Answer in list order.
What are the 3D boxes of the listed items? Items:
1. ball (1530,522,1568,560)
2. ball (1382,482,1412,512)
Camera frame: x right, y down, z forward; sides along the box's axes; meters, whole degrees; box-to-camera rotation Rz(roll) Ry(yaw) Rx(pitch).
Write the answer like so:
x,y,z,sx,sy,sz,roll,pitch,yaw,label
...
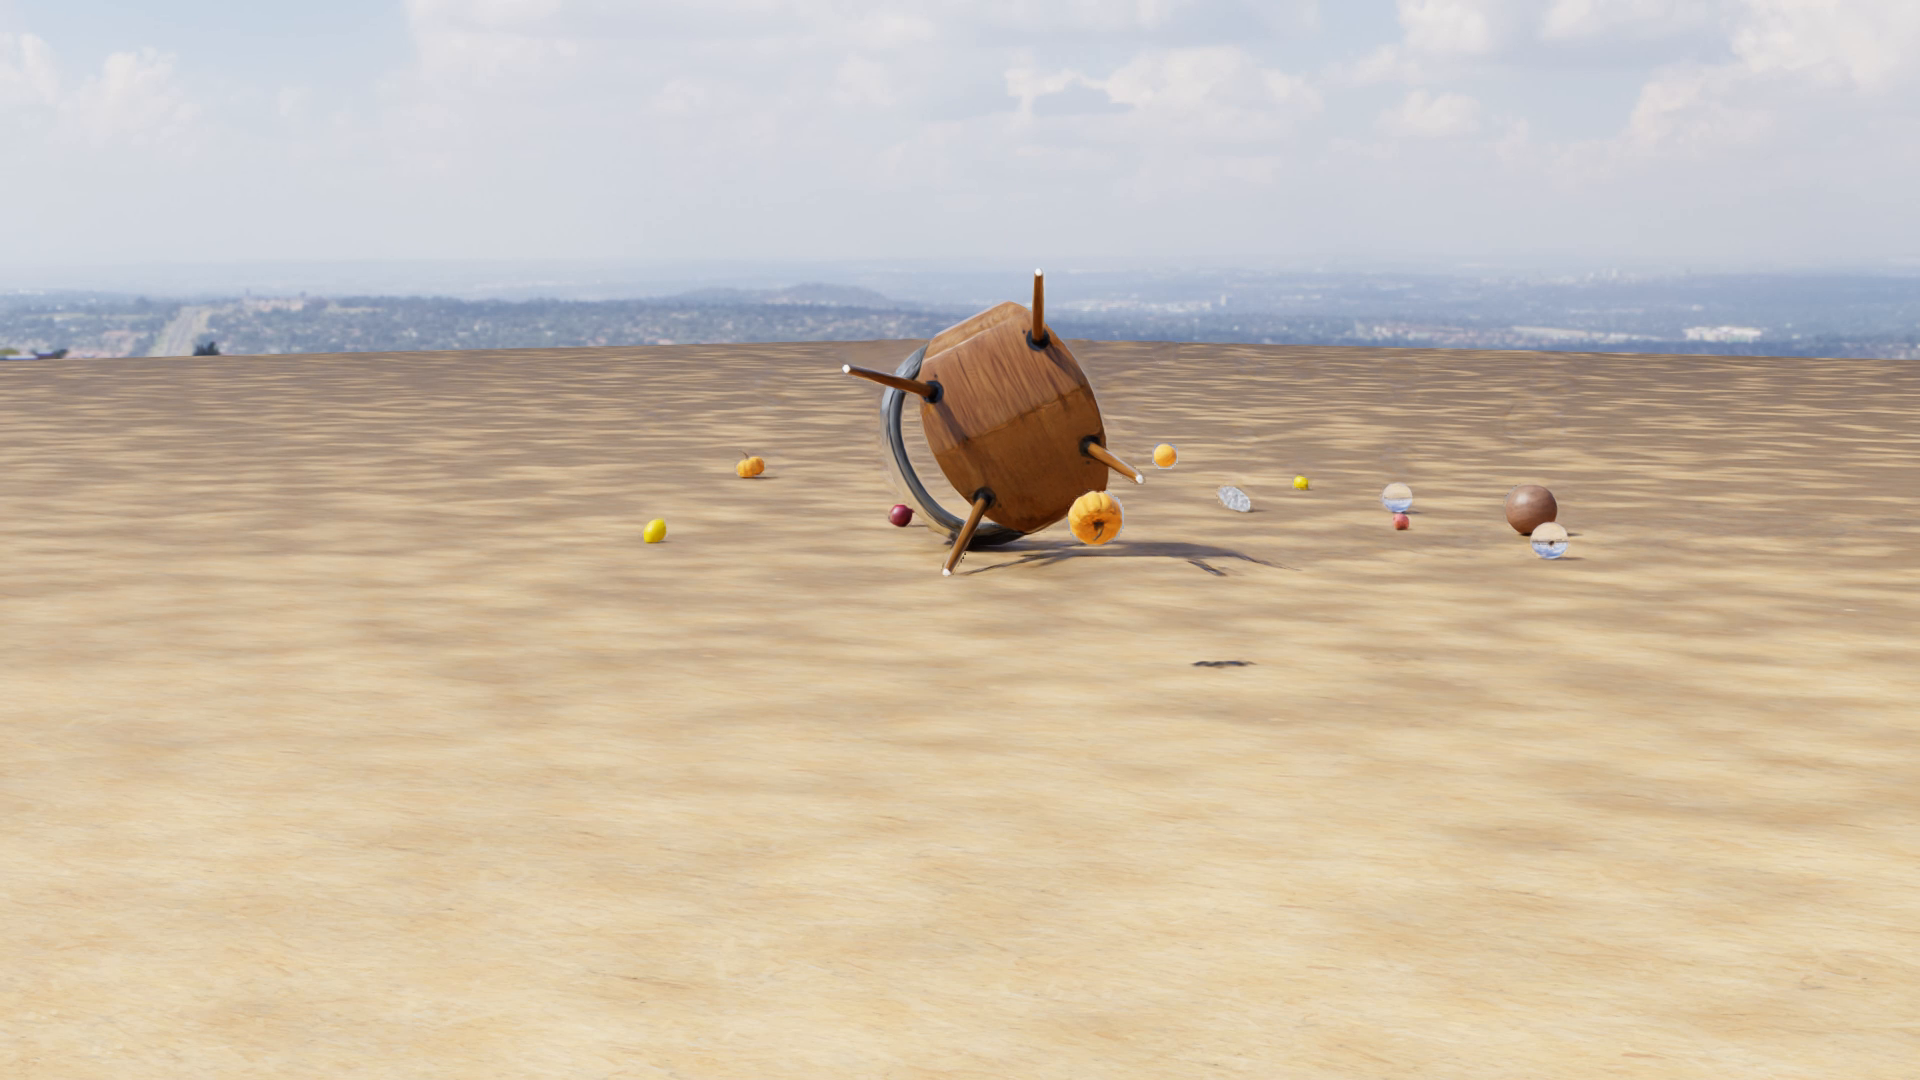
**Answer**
x,y,z,sx,sy,sz,roll,pitch,yaw,label
1.372,0.002,5.973,0.087,0.087,0.087,0,6,0,ball
1.217,-0.118,7.140,0.085,0.085,0.085,0,6,0,ball
